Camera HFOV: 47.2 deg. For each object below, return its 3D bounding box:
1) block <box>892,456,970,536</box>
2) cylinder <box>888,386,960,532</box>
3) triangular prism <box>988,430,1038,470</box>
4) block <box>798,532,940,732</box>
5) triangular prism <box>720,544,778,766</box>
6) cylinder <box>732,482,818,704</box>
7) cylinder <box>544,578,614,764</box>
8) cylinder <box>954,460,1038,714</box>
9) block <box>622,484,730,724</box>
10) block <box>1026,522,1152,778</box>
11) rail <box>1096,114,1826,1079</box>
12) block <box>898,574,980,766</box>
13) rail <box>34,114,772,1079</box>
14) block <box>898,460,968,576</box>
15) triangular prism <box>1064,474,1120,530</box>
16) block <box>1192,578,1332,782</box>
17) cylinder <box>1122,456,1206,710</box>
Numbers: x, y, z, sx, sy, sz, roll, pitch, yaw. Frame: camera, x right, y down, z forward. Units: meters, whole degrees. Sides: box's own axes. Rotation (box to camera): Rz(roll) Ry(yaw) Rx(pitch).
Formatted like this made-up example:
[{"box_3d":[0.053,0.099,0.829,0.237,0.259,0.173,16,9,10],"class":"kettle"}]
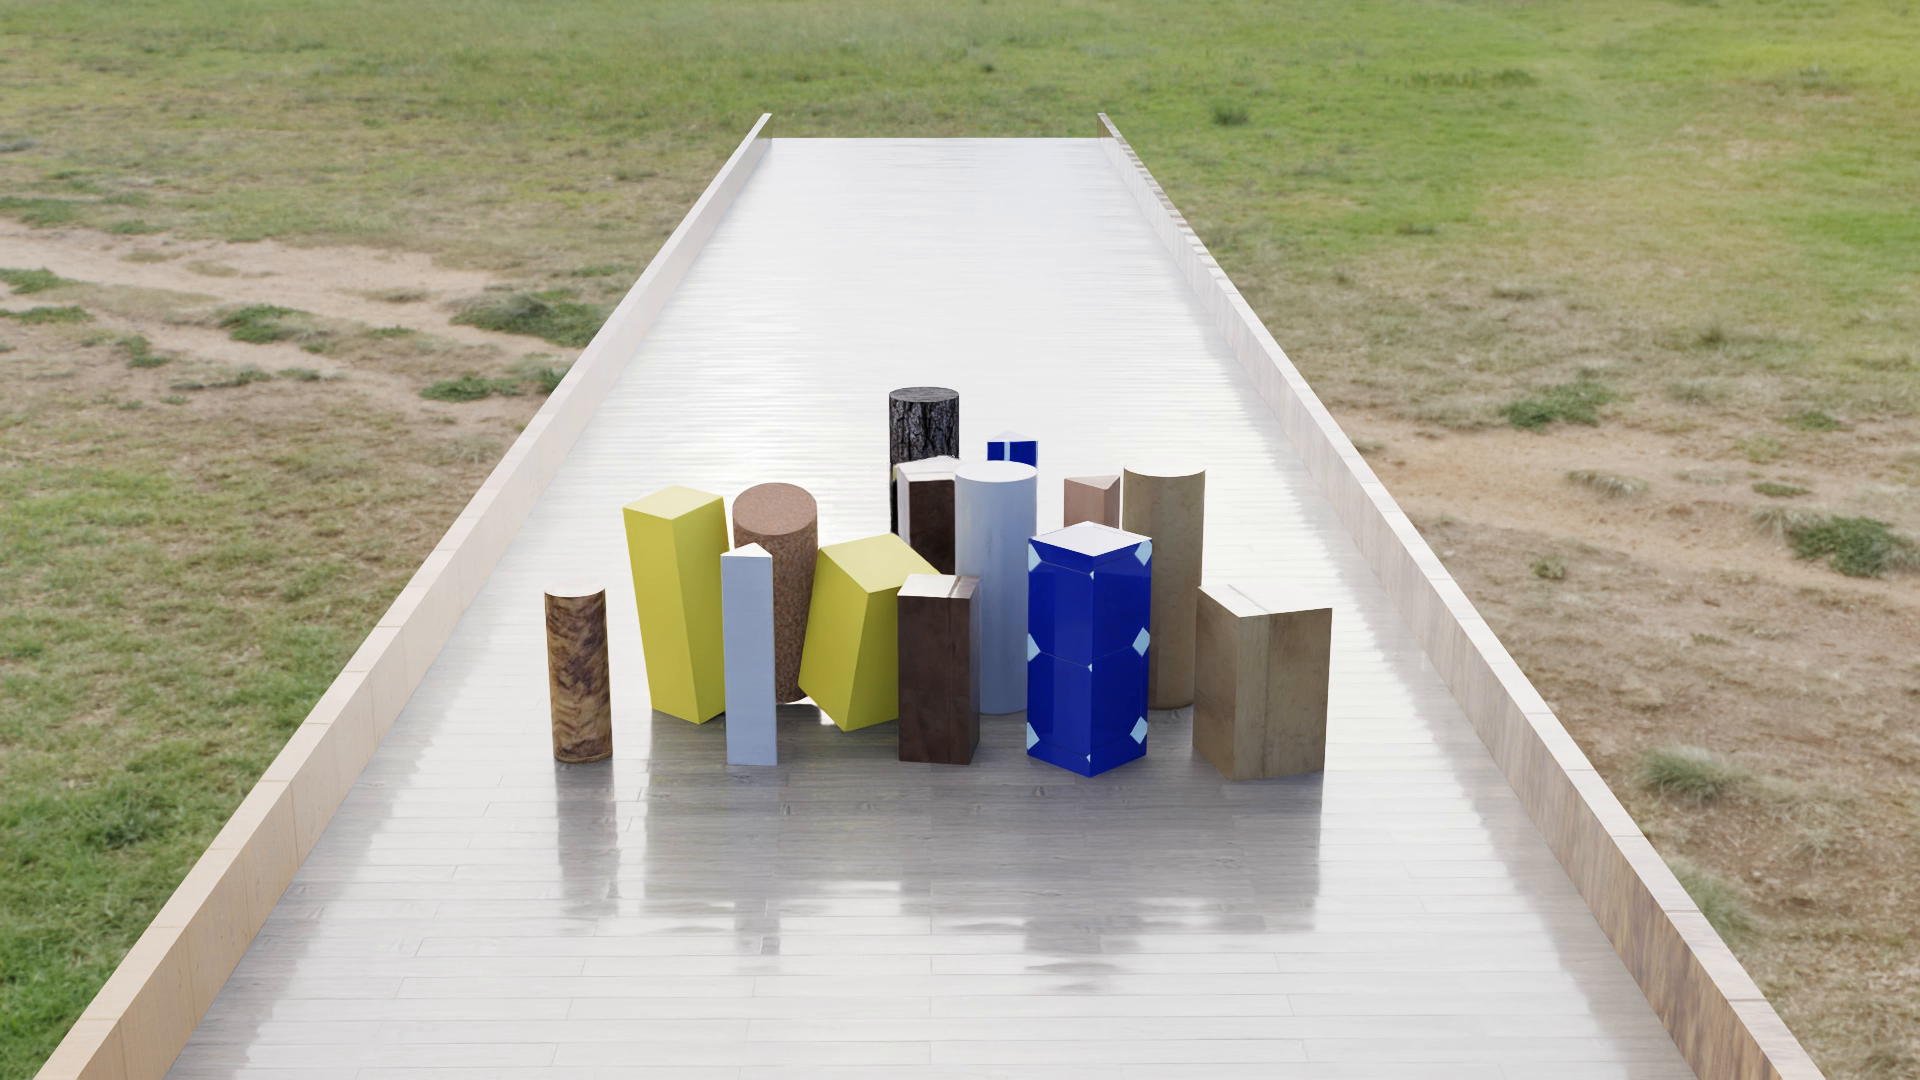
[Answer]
[{"box_3d":[-0.042,0.024,4.510,0.134,0.361,0.134,-13,20,-36],"class":"block"},{"box_3d":[-0.079,-0.120,4.894,0.156,0.419,0.156,0,17,0],"class":"cylinder"},{"box_3d":[0.105,-0.036,4.677,0.106,0.382,0.092,-2,17,-5],"class":"triangular prism"},{"box_3d":[-0.168,0.170,4.066,0.165,0.303,0.165,-12,36,-35],"class":"block"},{"box_3d":[-0.364,0.201,3.873,0.089,0.386,0.077,1,17,5],"class":"triangular prism"},{"box_3d":[-0.340,0.103,4.109,0.155,0.413,0.155,1,39,-1],"class":"cylinder"},{"box_3d":[-0.675,0.233,3.898,0.107,0.312,0.107,0,17,0],"class":"cylinder"},{"box_3d":[0.067,0.088,4.138,0.154,0.451,0.154,0,17,0],"class":"cylinder"},{"box_3d":[-0.507,0.119,4.086,0.131,0.409,0.131,14,28,38],"class":"block"},{"box_3d":[0.227,0.191,3.877,0.151,0.404,0.151,-16,23,-42],"class":"block"},{"box_3d":[0.932,-0.844,7.801,0.050,0.150,12.000,0,17,-1],"class":"rail"},{"box_3d":[-0.036,0.229,3.912,0.127,0.310,0.127,3,17,9],"class":"block"},{"box_3d":[-1.118,-0.838,7.780,0.050,0.150,12.000,0,17,-1],"class":"rail"},{"box_3d":[-0.043,0.054,4.349,0.137,0.395,0.137,-3,17,-10],"class":"block"},{"box_3d":[0.282,0.053,4.411,0.099,0.363,0.115,-15,22,-41],"class":"triangular prism"},{"box_3d":[0.530,0.244,3.877,0.176,0.302,0.176,-5,17,-17],"class":"block"},{"box_3d":[0.380,0.081,4.154,0.153,0.456,0.153,0,17,0],"class":"cylinder"}]
